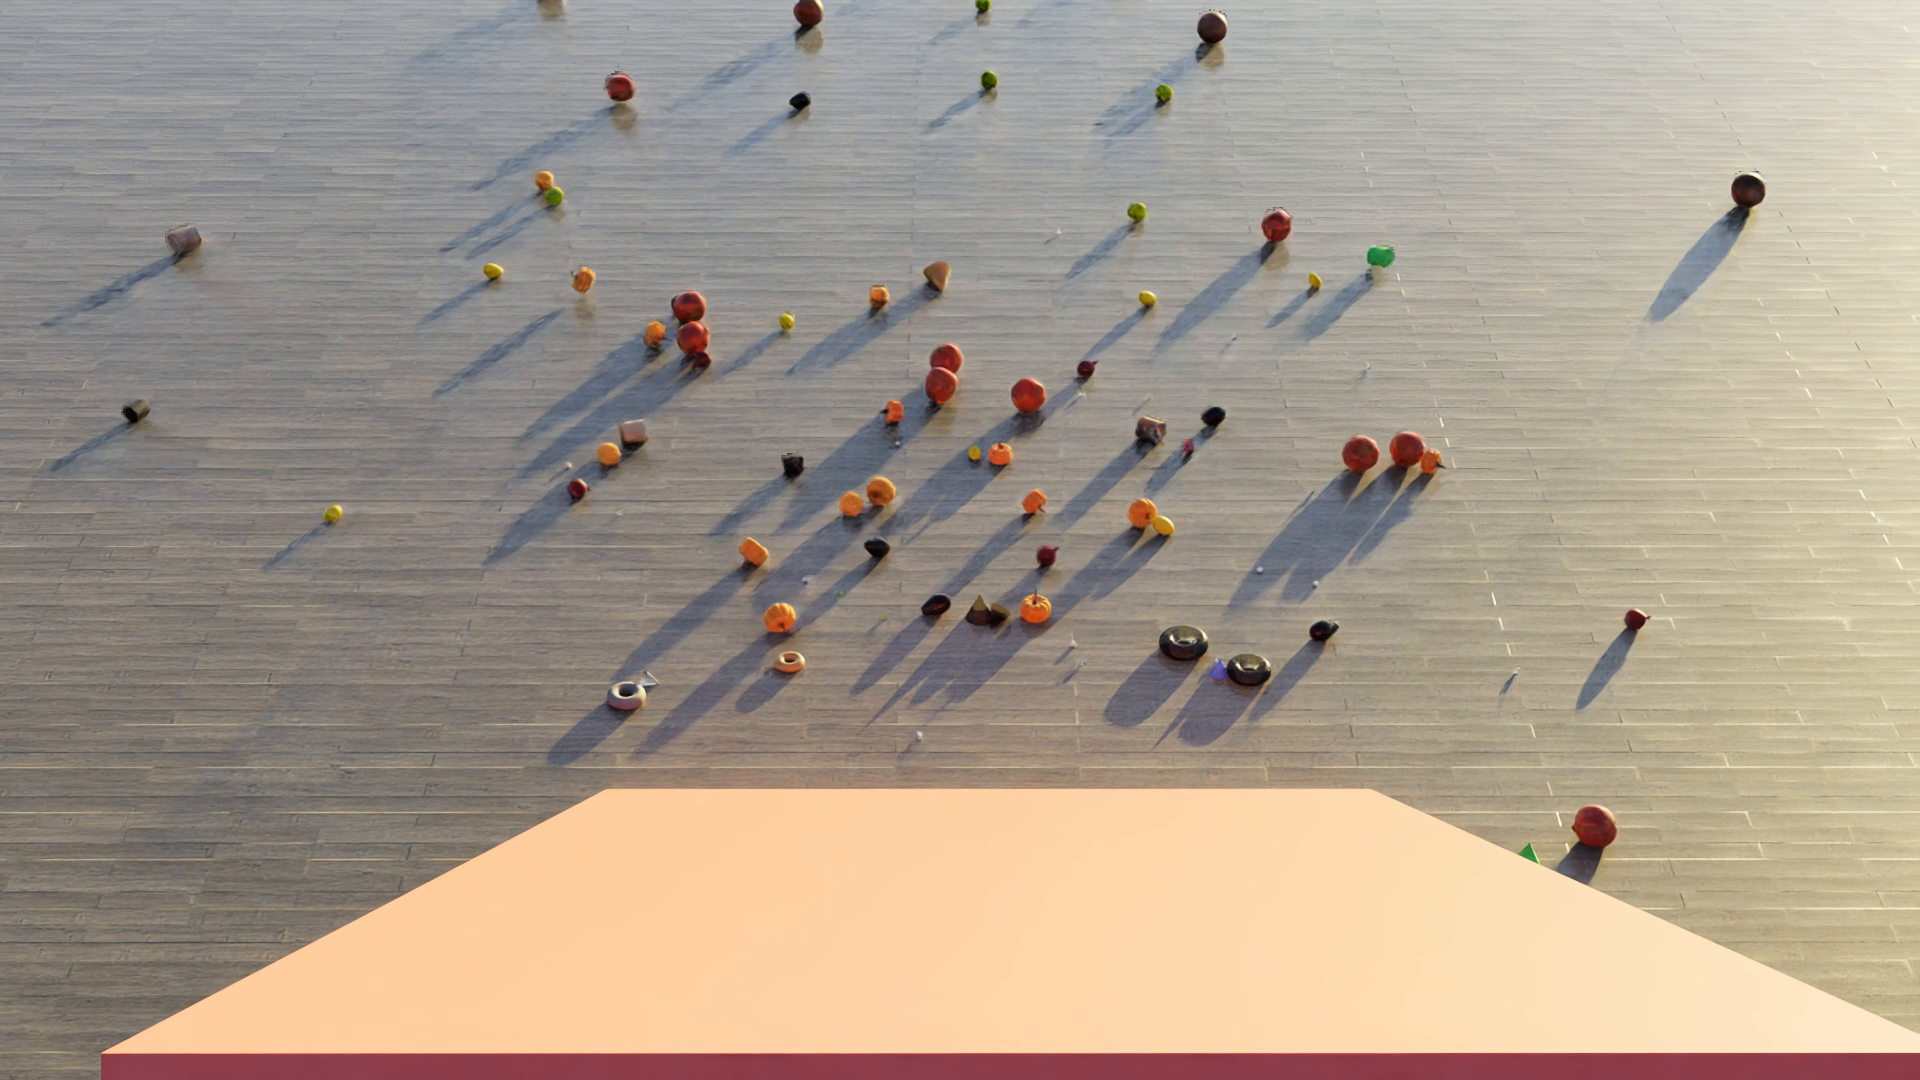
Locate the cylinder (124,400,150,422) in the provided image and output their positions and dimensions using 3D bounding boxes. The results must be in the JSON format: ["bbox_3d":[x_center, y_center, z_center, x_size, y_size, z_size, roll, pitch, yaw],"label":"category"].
[{"bbox_3d":[-2.691,-0.423,8.482,0.057,0.057,0.057,15,37,21],"label":"cylinder"}]

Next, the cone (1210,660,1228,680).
[{"bbox_3d":[0.734,0.356,7.330,0.054,0.054,0.054,0,34,0],"label":"cone"}]

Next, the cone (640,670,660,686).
[{"bbox_3d":[-0.867,0.397,7.298,0.050,0.050,0.050,19,29,-20],"label":"cone"}]

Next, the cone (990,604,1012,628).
[{"bbox_3d":[0.103,0.230,7.538,0.067,0.067,0.067,19,65,26],"label":"cone"}]

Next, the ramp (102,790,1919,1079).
[{"bbox_3d":[0.075,0.652,4.792,2.000,0.100,4.000,0,-1,0],"label":"ramp"}]

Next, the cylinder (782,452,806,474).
[{"bbox_3d":[-0.527,-0.240,8.213,0.054,0.054,0.054,-26,40,-12],"label":"cylinder"}]

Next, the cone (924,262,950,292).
[{"bbox_3d":[-0.071,-0.919,9.229,0.098,0.098,0.098,-7,61,-11],"label":"cone"}]

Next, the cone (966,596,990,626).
[{"bbox_3d":[0.057,0.191,7.549,0.082,0.082,0.082,0,34,0],"label":"cone"}]

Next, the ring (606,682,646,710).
[{"bbox_3d":[-0.930,0.434,7.230,0.109,0.036,0.109,1,33,0],"label":"ring"}]

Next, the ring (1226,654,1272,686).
[{"bbox_3d":[0.816,0.366,7.326,0.127,0.042,0.127,0,35,0],"label":"ring"}]

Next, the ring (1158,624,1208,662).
[{"bbox_3d":[0.640,0.294,7.427,0.143,0.048,0.143,-1,35,1],"label":"ring"}]

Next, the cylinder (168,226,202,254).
[{"bbox_3d":[-2.823,-1.093,9.449,0.084,0.084,0.084,29,44,35],"label":"cylinder"}]

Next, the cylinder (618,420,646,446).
[{"bbox_3d":[-1.053,-0.345,8.351,0.074,0.074,0.074,-11,35,-15],"label":"cylinder"}]

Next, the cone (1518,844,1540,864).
[{"bbox_3d":[1.458,0.801,6.659,0.066,0.066,0.066,0,34,0],"label":"cone"}]

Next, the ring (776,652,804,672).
[{"bbox_3d":[-0.483,0.347,7.367,0.084,0.028,0.084,-1,33,0],"label":"ring"}]
